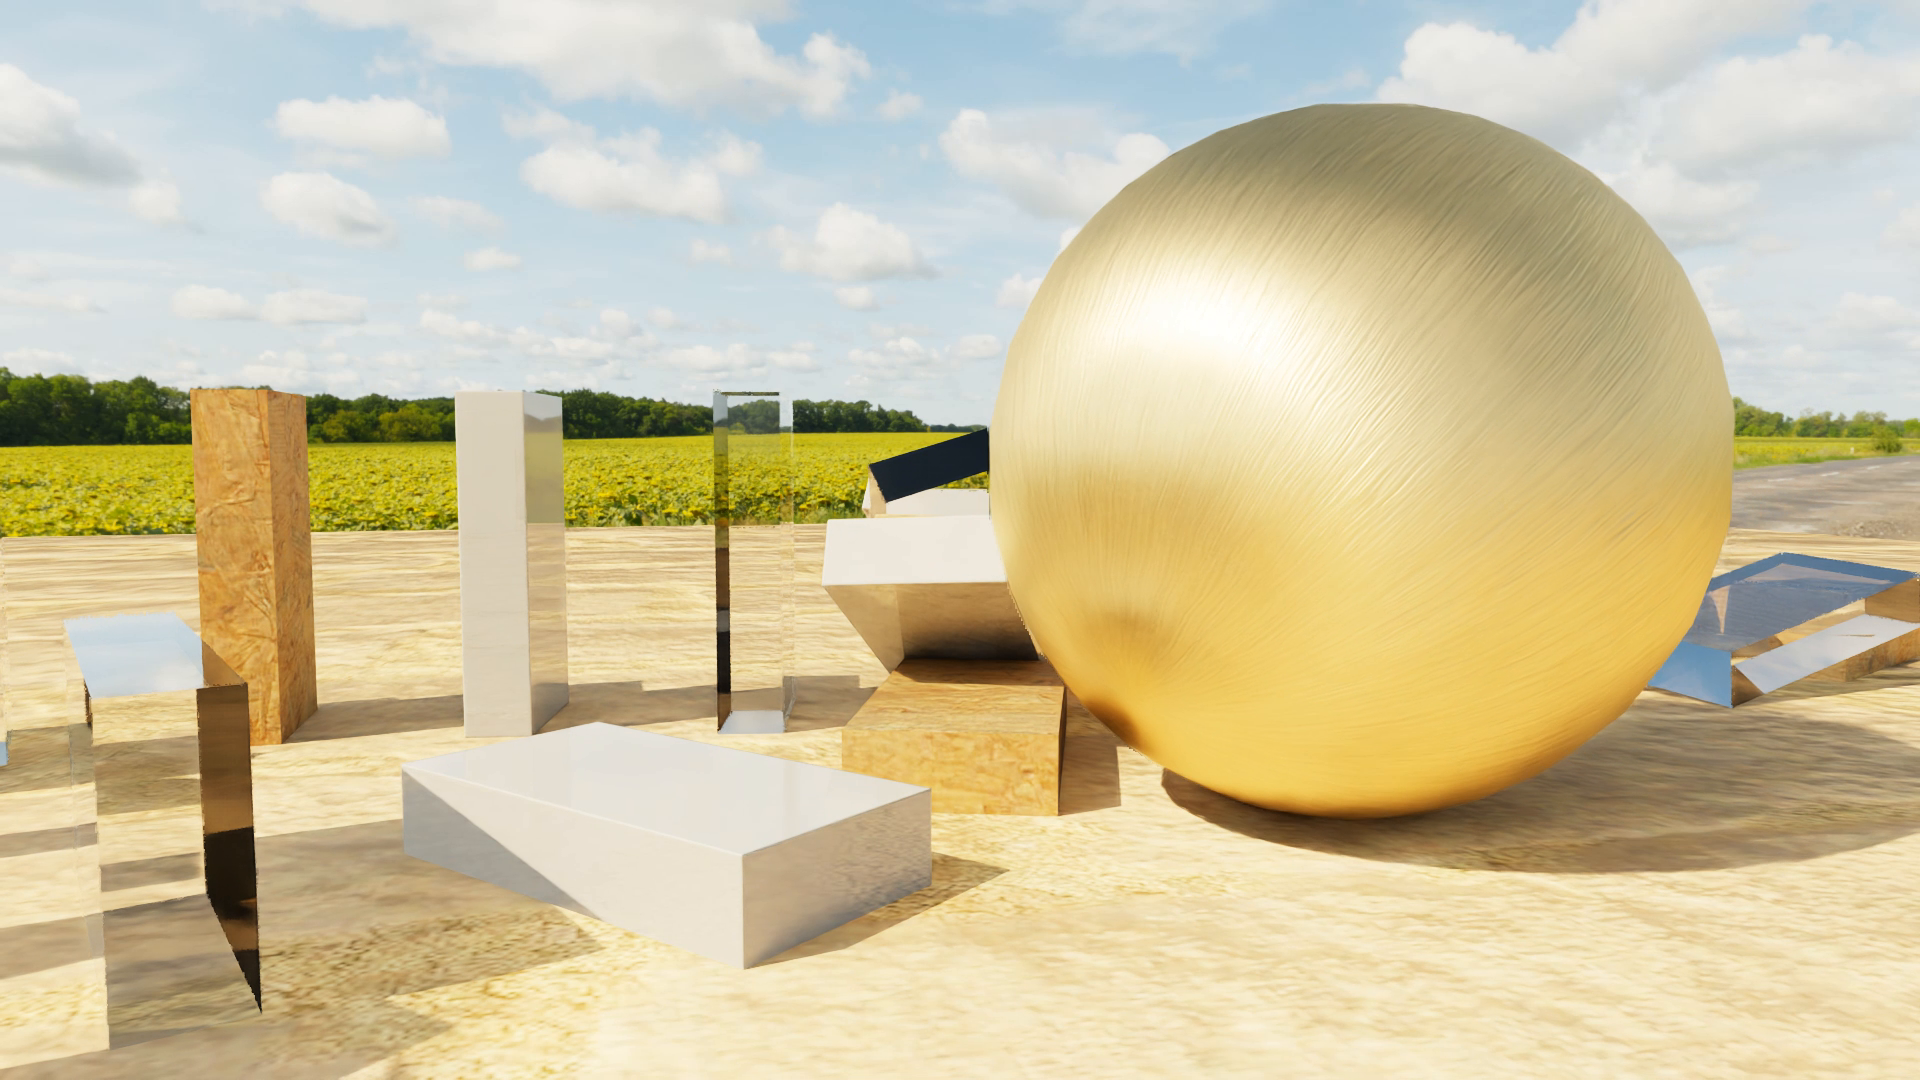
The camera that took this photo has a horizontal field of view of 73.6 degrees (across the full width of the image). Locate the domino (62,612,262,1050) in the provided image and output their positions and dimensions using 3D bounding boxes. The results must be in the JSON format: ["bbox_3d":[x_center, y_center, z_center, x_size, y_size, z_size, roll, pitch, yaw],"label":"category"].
[{"bbox_3d":[-0.071,0.022,0.112,0.009,0.025,0.050,-3,5,-37],"label":"domino"}]

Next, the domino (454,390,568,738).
[{"bbox_3d":[-0.068,0.003,0.197,0.010,0.050,0.025,0,4,-5],"label":"domino"}]

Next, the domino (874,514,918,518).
[{"bbox_3d":[0.000,0.010,0.215,0.025,0.009,0.050,2,-23,3],"label":"domino"}]

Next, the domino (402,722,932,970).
[{"bbox_3d":[-0.030,0.028,0.128,0.050,0.010,0.025,3,5,36],"label":"domino"}]

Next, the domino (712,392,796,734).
[{"bbox_3d":[-0.031,0.003,0.199,0.010,0.050,0.025,0,4,-3],"label":"domino"}]

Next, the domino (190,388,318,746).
[{"bbox_3d":[-0.104,0.003,0.191,0.010,0.050,0.025,-1,4,-16],"label":"domino"}]

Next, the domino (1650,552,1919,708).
[{"bbox_3d":[0.141,0.015,0.226,0.050,0.009,0.025,-15,14,-22],"label":"domino"}]

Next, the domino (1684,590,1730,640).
[{"bbox_3d":[0.146,0.009,0.296,0.025,0.010,0.050,2,18,-18],"label":"domino"}]

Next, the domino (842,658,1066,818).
[{"bbox_3d":[0.001,0.025,0.172,0.025,0.010,0.050,0,4,6],"label":"domino"}]

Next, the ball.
[{"bbox_3d":[0.043,-0.009,0.148,0.080,0.080,0.080,0,4,0],"label":"ball"}]

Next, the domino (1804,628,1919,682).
[{"bbox_3d":[0.169,0.019,0.254,0.050,0.010,0.025,-4,6,-39],"label":"domino"}]

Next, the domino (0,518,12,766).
[{"bbox_3d":[-0.138,0.004,0.176,0.010,0.050,0.025,-3,5,-35],"label":"domino"}]

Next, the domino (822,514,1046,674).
[{"bbox_3d":[-0.001,0.011,0.192,0.025,0.010,0.050,-1,-23,10],"label":"domino"}]

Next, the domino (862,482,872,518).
[{"bbox_3d":[-0.002,0.002,0.289,0.025,0.010,0.050,1,-31,16],"label":"domino"}]

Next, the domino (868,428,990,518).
[{"bbox_3d":[-0.004,0.000,0.258,0.025,0.010,0.050,-18,-33,-14],"label":"domino"}]
